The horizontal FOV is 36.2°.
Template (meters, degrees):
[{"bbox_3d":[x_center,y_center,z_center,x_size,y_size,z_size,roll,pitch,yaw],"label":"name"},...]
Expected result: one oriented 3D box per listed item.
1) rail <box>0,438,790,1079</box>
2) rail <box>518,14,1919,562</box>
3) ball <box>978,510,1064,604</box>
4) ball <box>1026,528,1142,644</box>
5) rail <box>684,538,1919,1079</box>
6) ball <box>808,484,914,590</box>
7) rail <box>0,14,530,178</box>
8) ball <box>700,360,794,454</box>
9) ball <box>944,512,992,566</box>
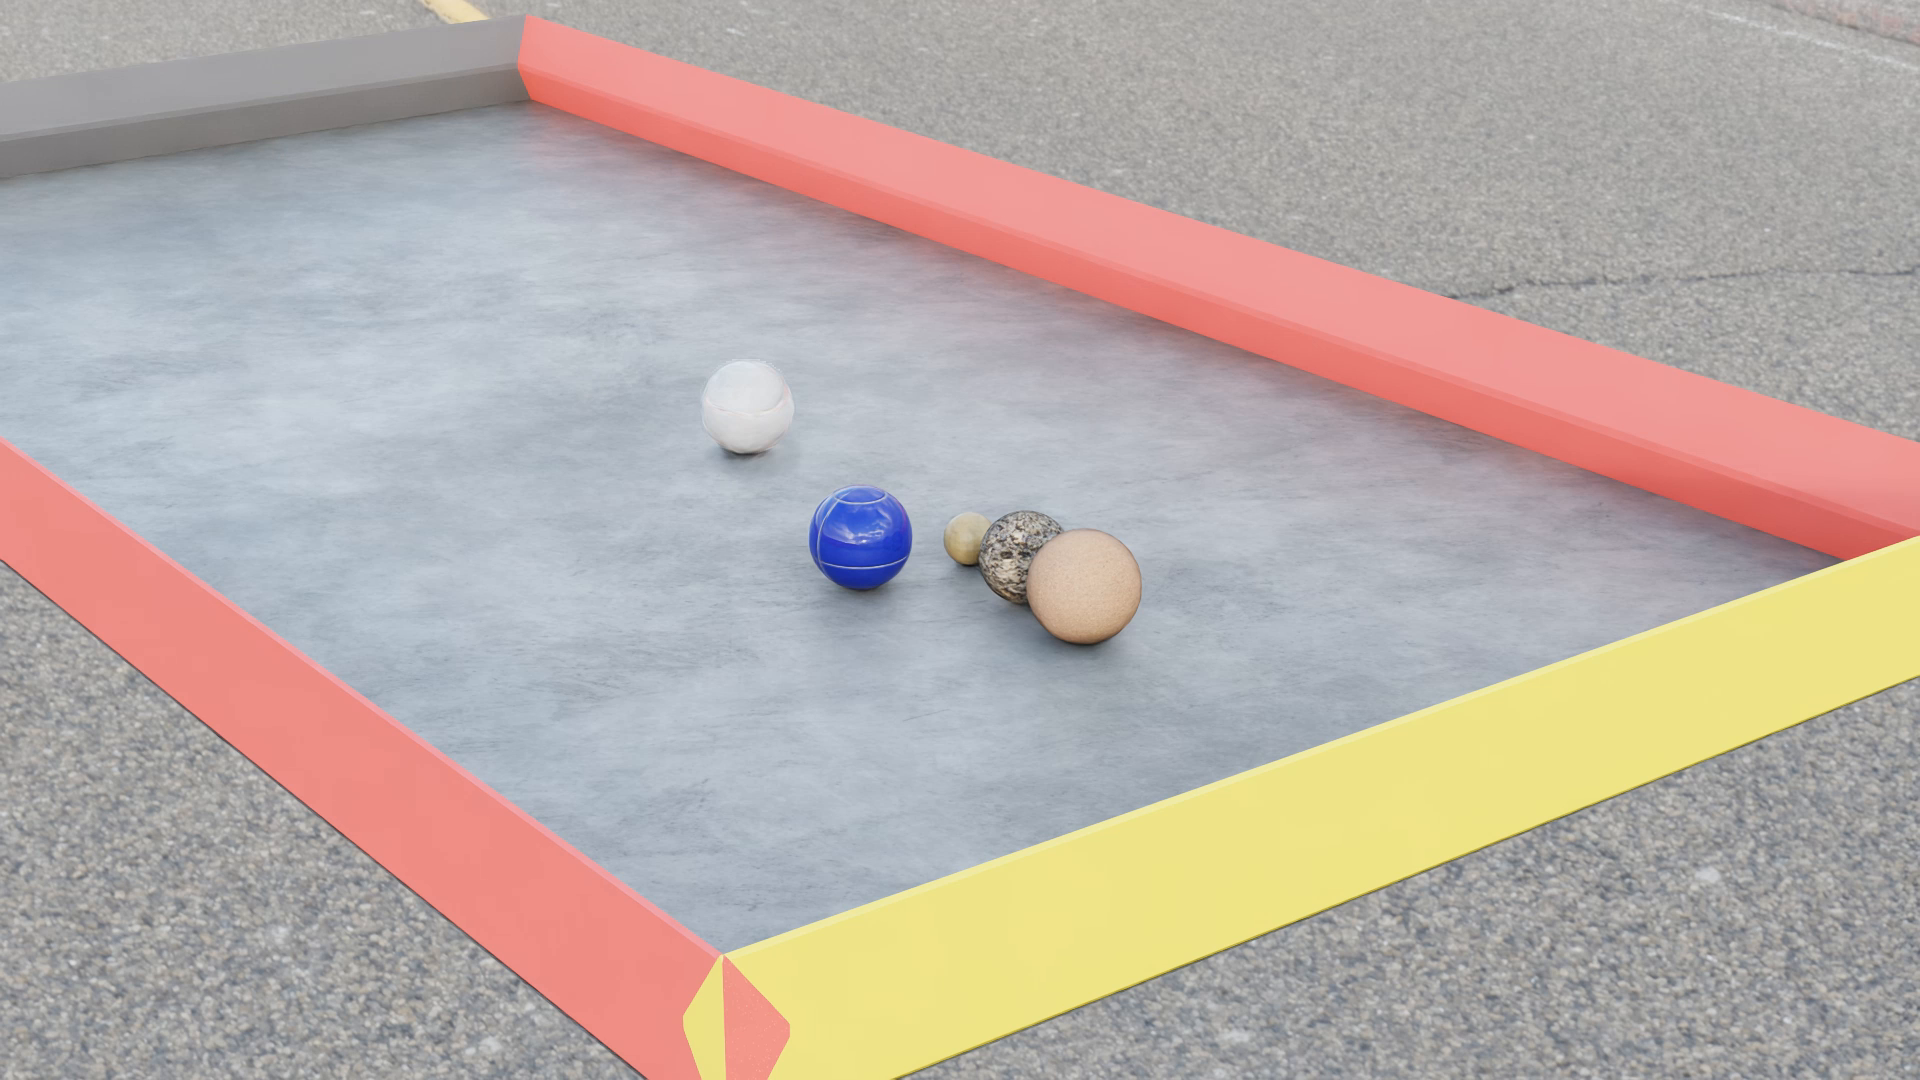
[{"bbox_3d":[-0.902,-0.073,2.705,0.045,0.126,2.594,-15,26,-34],"label":"rail"},{"bbox_3d":[0.119,-0.349,3.426,0.045,0.126,2.594,-15,26,-34],"label":"rail"},{"bbox_3d":[0.057,0.015,2.541,0.081,0.081,0.081,0,21,0],"label":"ball"},{"bbox_3d":[0.104,0.039,2.457,0.097,0.097,0.097,0,21,0],"label":"ball"},{"bbox_3d":[0.377,0.152,2.117,1.327,0.126,0.045,-15,26,-34],"label":"rail"},{"bbox_3d":[-0.087,-0.003,2.571,0.092,0.092,0.092,0,21,0],"label":"ball"},{"bbox_3d":[-1.160,-0.574,4.014,1.327,0.126,0.045,-15,26,-34],"label":"rail"},{"bbox_3d":[-0.210,-0.131,2.906,0.092,0.092,0.092,0,21,0],"label":"ball"},{"bbox_3d":[0.009,-0.001,2.630,0.048,0.048,0.048,0,21,0],"label":"ball"}]
